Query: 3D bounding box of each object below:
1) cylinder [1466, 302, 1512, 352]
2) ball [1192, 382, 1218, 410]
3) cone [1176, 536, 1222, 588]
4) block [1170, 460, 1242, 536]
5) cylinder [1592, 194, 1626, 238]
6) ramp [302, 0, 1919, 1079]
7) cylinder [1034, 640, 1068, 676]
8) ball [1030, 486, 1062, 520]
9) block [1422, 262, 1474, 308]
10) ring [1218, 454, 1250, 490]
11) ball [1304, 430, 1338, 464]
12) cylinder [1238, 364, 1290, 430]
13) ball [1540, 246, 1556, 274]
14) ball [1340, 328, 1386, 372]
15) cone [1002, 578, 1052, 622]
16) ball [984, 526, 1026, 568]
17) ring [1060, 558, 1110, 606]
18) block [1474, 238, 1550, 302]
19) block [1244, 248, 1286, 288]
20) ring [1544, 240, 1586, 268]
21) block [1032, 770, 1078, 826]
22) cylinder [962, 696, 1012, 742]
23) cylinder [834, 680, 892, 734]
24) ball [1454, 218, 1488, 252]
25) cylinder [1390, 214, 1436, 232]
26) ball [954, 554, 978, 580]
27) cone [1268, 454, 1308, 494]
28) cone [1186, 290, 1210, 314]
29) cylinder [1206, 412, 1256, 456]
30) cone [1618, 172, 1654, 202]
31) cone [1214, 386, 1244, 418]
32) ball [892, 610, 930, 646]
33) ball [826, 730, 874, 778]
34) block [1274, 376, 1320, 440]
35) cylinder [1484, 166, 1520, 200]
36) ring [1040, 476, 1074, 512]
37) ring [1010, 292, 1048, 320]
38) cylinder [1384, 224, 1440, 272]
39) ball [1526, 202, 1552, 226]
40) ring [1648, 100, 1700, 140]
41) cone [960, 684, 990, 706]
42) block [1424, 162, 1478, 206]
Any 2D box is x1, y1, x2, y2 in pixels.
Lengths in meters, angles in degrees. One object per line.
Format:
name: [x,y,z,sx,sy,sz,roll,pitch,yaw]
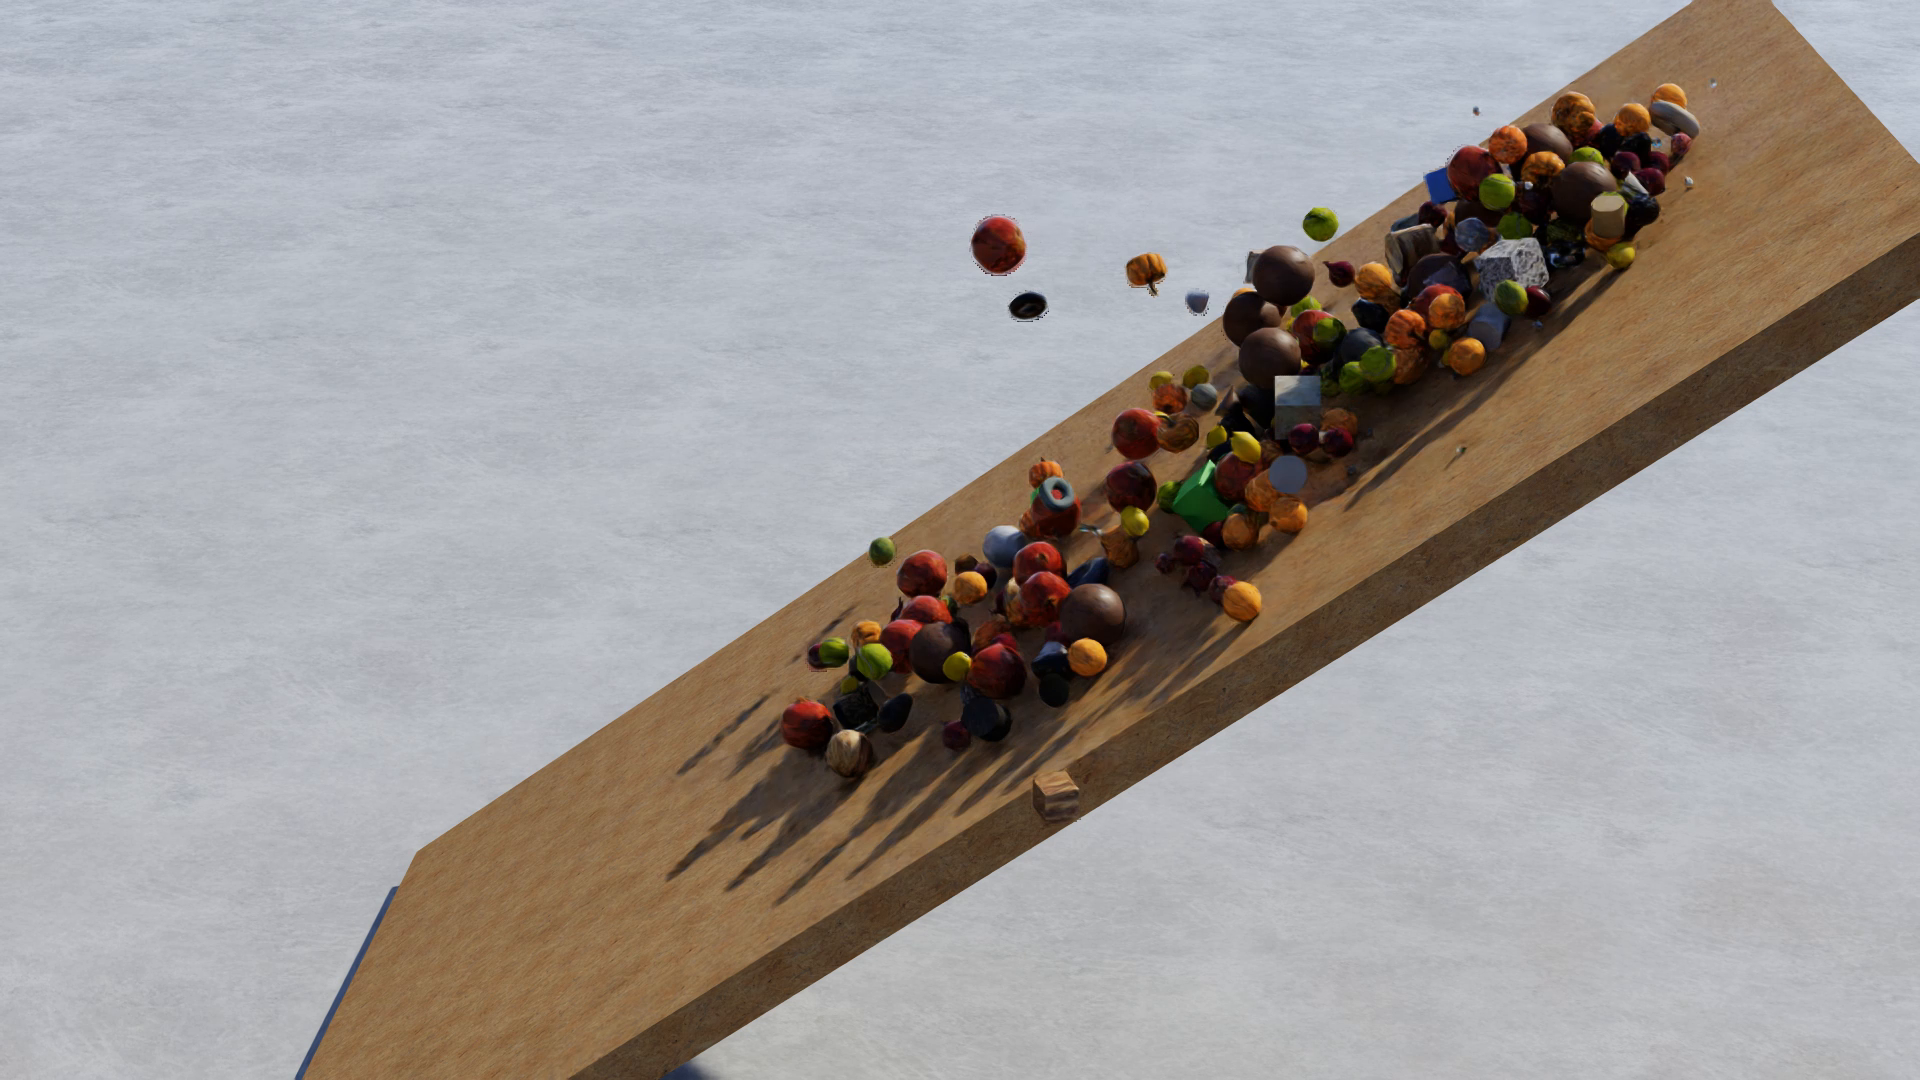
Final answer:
cylinder: [1.024,-0.412,5.691,0.070,0.070,0.070,10,39,23]
ball: [0.542,-0.319,6.521,0.060,0.060,0.060,0,22,0]
cone: [0.443,0.058,5.677,0.095,0.095,0.095,17,35,-12]
block: [0.492,-0.083,5.862,0.089,0.089,0.089,41,36,-8]
cylinder: [1.226,-0.611,5.560,0.060,0.060,0.060,-9,37,7]
ramp: [0.132,0.177,6.315,4.000,0.100,2.000,-33,16,16]
cylinder: [0.178,0.232,5.765,0.050,0.050,0.050,10,37,23]
ball: [0.195,-0.085,6.579,0.078,0.078,0.078,0,22,0]
block: [0.976,-0.508,5.873,0.065,0.065,0.065,-35,-9,20]
ring: [0.553,-0.138,5.937,0.027,0.082,0.082,-36,2,33]
ball: [0.705,-0.180,5.742,0.068,0.068,0.068,0,22,0]
cylinder: [0.649,-0.300,6.150,0.099,0.099,0.099,-39,30,-4]
ball: [1.157,-0.554,5.821,0.058,0.058,0.058,0,22,0]
ball: [0.797,-0.377,5.823,0.087,0.087,0.087,0,22,0]
cone: [0.152,0.129,6.139,0.093,0.093,0.093,5,22,28]
ball: [0.099,0.015,6.481,0.096,0.096,0.096,0,22,0]
ring: [0.255,0.085,6.029,0.124,0.041,0.124,-39,14,12]
block: [1.067,-0.522,5.687,0.090,0.090,0.090,-34,23,-33]
block: [0.687,-0.611,6.605,0.071,0.071,0.071,9,14,17]
ring: [1.187,-0.561,5.771,0.079,0.026,0.079,-4,40,4]
block: [0.170,0.459,5.237,0.062,0.062,0.062,-12,31,-16]
cylinder: [0.051,0.343,5.619,0.075,0.075,0.075,10,-10,24]
cylinder: [-0.204,0.357,6.190,0.090,0.090,0.090,-34,17,15]
ball: [1.032,-0.617,5.939,0.068,0.068,0.068,0,22,0]
cylinder: [0.964,-0.654,6.258,0.074,0.074,0.074,-6,1,-15]
ball: [0.015,0.060,6.616,0.056,0.056,0.056,0,22,0]
cone: [0.623,-0.123,5.498,0.074,0.074,0.074,9,5,22]
cone: [0.549,-0.544,6.626,0.054,0.054,0.054,-15,-5,-33]
cylinder: [0.567,-0.219,6.154,0.072,0.072,0.072,-43,39,-18]
cone: [1.319,-0.673,5.715,0.063,0.063,0.063,27,30,18]
cone: [0.570,-0.295,6.191,0.064,0.064,0.064,7,-13,2]
ball: [-0.107,0.192,6.465,0.080,0.080,0.080,0,22,0]
ball: [-0.225,0.436,5.998,0.097,0.097,0.097,0,22,0]
block: [0.673,-0.264,5.864,0.091,0.091,0.091,-1,44,6]
cylinder: [1.115,-0.736,6.051,0.055,0.055,0.055,-22,27,-11]
ring: [0.202,-0.095,6.114,0.079,0.079,0.026,-14,-15,-30]
ring: [0.163,-0.556,6.982,0.094,0.094,0.031,-6,64,-14]
cylinder: [0.938,-0.605,6.100,0.087,0.087,0.087,-11,24,-17]
ball: [1.199,-0.676,6.090,0.051,0.051,0.051,0,22,0]
ring: [1.434,-0.843,5.910,0.113,0.038,0.113,32,-4,2]
cone: [0.038,0.307,5.915,0.055,0.055,0.055,-16,27,-34]
block: [1.008,-0.731,6.041,0.066,0.066,0.066,-15,0,-40]
